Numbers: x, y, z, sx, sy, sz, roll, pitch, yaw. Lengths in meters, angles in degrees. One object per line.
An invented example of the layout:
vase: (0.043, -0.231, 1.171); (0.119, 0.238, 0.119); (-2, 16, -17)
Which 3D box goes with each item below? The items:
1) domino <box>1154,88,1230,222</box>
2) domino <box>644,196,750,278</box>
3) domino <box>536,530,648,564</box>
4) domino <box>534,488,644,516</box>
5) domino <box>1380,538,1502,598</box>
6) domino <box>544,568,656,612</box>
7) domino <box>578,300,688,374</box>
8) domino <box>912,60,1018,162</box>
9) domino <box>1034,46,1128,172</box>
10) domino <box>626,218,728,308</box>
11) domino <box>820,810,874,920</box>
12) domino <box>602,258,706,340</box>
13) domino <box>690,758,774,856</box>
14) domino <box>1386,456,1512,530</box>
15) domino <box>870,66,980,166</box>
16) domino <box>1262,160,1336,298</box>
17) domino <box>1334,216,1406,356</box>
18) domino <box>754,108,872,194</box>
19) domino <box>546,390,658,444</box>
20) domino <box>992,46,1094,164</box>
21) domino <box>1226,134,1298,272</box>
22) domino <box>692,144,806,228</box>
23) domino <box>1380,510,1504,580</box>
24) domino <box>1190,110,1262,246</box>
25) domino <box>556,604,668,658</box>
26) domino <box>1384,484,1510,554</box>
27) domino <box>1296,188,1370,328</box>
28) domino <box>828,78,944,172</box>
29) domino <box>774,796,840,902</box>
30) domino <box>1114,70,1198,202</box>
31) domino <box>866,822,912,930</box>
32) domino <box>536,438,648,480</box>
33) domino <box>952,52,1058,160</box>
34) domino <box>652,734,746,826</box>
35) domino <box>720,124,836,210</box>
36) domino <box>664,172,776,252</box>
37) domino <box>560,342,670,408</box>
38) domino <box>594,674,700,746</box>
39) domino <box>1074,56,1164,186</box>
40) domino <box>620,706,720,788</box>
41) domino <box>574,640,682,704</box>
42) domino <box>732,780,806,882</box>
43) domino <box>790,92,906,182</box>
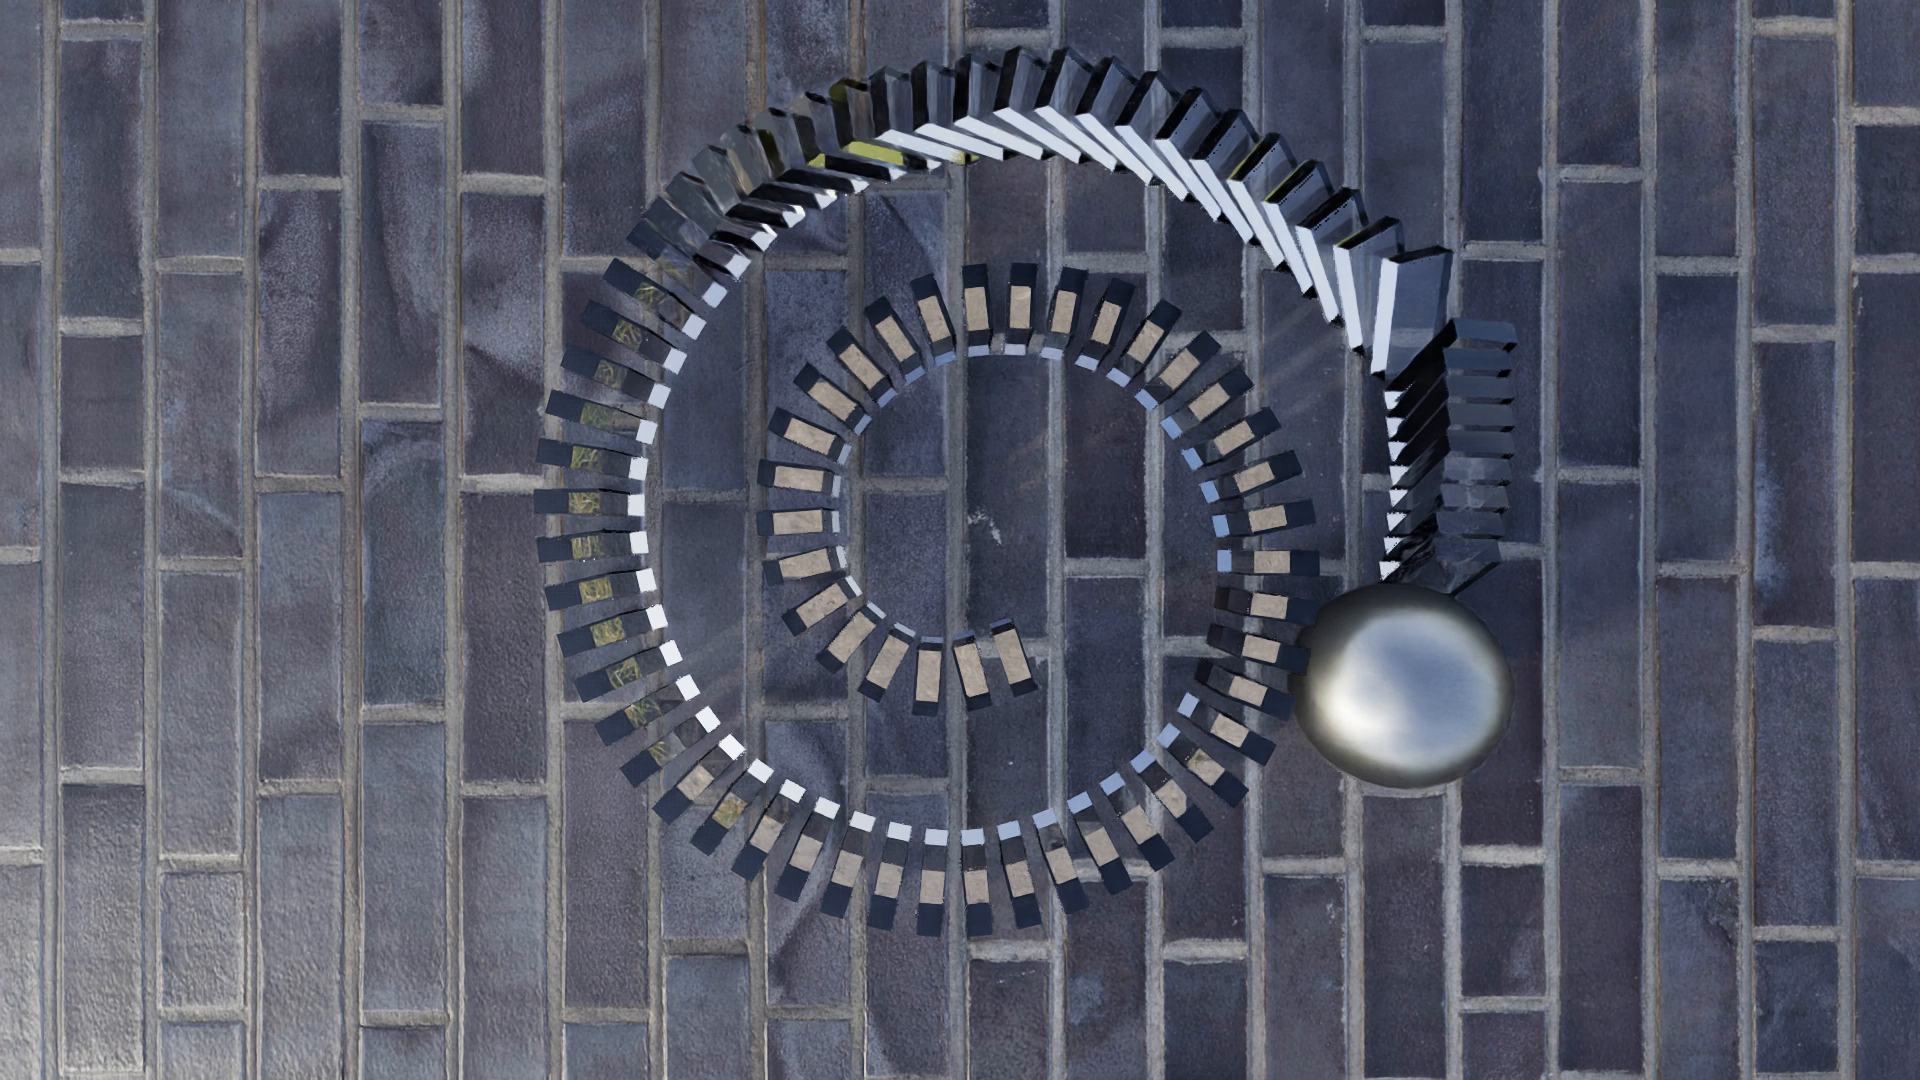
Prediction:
domino: (0.104, -0.159, 0.382); (0.050, 0.009, 0.025); (35, 90, -36)
domino: (-0.106, -0.123, 0.375); (0.025, 0.050, 0.009); (42, 100, 0)
domino: (-0.149, 0.003, 0.375); (0.025, 0.050, 0.010); (-8, 90, 0)
domino: (-0.150, -0.015, 0.375); (0.025, 0.050, 0.010); (-1, 90, 0)
domino: (0.195, 0.014, 0.375); (0.025, 0.050, 0.010); (2, 65, 0)
domino: (-0.146, 0.020, 0.375); (0.025, 0.050, 0.010); (-14, 90, 0)
domino: (-0.132, -0.082, 0.375); (0.025, 0.050, 0.009); (27, 90, 0)
domino: (0.003, -0.177, 0.380); (0.050, 0.009, 0.025); (-2, 90, -41)
domino: (0.055, -0.178, 0.381); (0.050, 0.009, 0.025); (19, 90, -38)
domino: (-0.114, -0.112, 0.375); (0.025, 0.050, 0.010); (38, 92, 0)
domino: (-0.045, 0.132, 0.375); (0.010, 0.050, 0.025); (18, 90, 0)
domino: (-0.124, -0.098, 0.375); (0.025, 0.050, 0.010); (31, 90, 0)
domino: (-0.092, 0.108, 0.375); (0.010, 0.050, 0.025); (36, 90, 0)
domino: (0.199, -0.017, 0.375); (0.025, 0.050, 0.010); (2, 65, 0)
domino: (-0.014, -0.175, 0.379); (0.050, 0.010, 0.025); (-5, 90, -43)
domino: (0.147, -0.129, 0.382); (0.025, 0.009, 0.050); (-43, 125, 0)
domino: (0.173, -0.105, 0.382); (0.025, 0.009, 0.050); (-29, 125, -2)
domino: (-0.060, -0.159, 0.377); (0.009, 0.050, 0.025); (-20, 90, 35)
domino: (-0.145, -0.050, 0.375); (0.025, 0.050, 0.010); (16, 90, 0)
domino: (0.038, -0.180, 0.381); (0.050, 0.009, 0.025); (12, 90, -38)
domino: (0.133, -0.140, 0.382); (0.025, 0.010, 0.050); (-48, 125, 0)
domino: (-0.085, -0.144, 0.375); (0.010, 0.050, 0.025); (-31, 90, 24)
domino: (0.196, 0.004, 0.375); (0.025, 0.050, 0.009); (2, 65, 0)
domino: (0.119, -0.150, 0.382); (0.050, 0.010, 0.025); (38, 90, -35)
domino: (-0.141, 0.037, 0.375); (0.025, 0.050, 0.009); (-19, 90, 0)
domino: (0.198, -0.007, 0.375); (0.025, 0.050, 0.010); (2, 65, 0)
domino: (0.160, -0.117, 0.382); (0.025, 0.009, 0.050); (-38, 125, 0)
domino: (-0.030, -0.171, 0.379); (0.010, 0.050, 0.025); (-10, 90, 44)
domino: (-0.062, 0.125, 0.375); (0.009, 0.050, 0.025); (24, 90, 0)
domino: (0.088, -0.167, 0.381); (0.050, 0.010, 0.025); (29, 90, -36)
domino: (-0.028, 0.136, 0.375); (0.009, 0.050, 0.025); (12, 90, 0)
domino: (-0.149, -0.033, 0.375); (0.025, 0.050, 0.010); (9, 90, 0)
domino: (0.020, -0.179, 0.381); (0.050, 0.010, 0.025); (3, 90, -39)
domino: (-0.106, 0.097, 0.375); (0.010, 0.050, 0.025); (44, 90, 0)
domino: (-0.073, -0.152, 0.376); (0.010, 0.050, 0.025); (-24, 90, 30)
domino: (-0.096, -0.133, 0.375); (0.009, 0.050, 0.025); (-41, 90, 17)
domino: (-0.140, -0.066, 0.375); (0.025, 0.050, 0.009); (22, 90, 0)
domino: (-0.127, 0.069, 0.375); (0.025, 0.050, 0.009); (-29, 90, 0)
domino: (0.072, -0.173, 0.381); (0.050, 0.009, 0.025); (24, 90, -37)
domino: (-0.117, 0.084, 0.375); (0.025, 0.050, 0.009); (-36, 90, 0)
domino: (-0.134, 0.053, 0.375); (0.025, 0.050, 0.010); (-24, 90, 0)
domino: (-0.078, 0.118, 0.375); (0.009, 0.050, 0.025); (29, 90, 0)
domino: (-0.045, -0.165, 0.378); (0.010, 0.050, 0.025); (-15, 90, 40)
